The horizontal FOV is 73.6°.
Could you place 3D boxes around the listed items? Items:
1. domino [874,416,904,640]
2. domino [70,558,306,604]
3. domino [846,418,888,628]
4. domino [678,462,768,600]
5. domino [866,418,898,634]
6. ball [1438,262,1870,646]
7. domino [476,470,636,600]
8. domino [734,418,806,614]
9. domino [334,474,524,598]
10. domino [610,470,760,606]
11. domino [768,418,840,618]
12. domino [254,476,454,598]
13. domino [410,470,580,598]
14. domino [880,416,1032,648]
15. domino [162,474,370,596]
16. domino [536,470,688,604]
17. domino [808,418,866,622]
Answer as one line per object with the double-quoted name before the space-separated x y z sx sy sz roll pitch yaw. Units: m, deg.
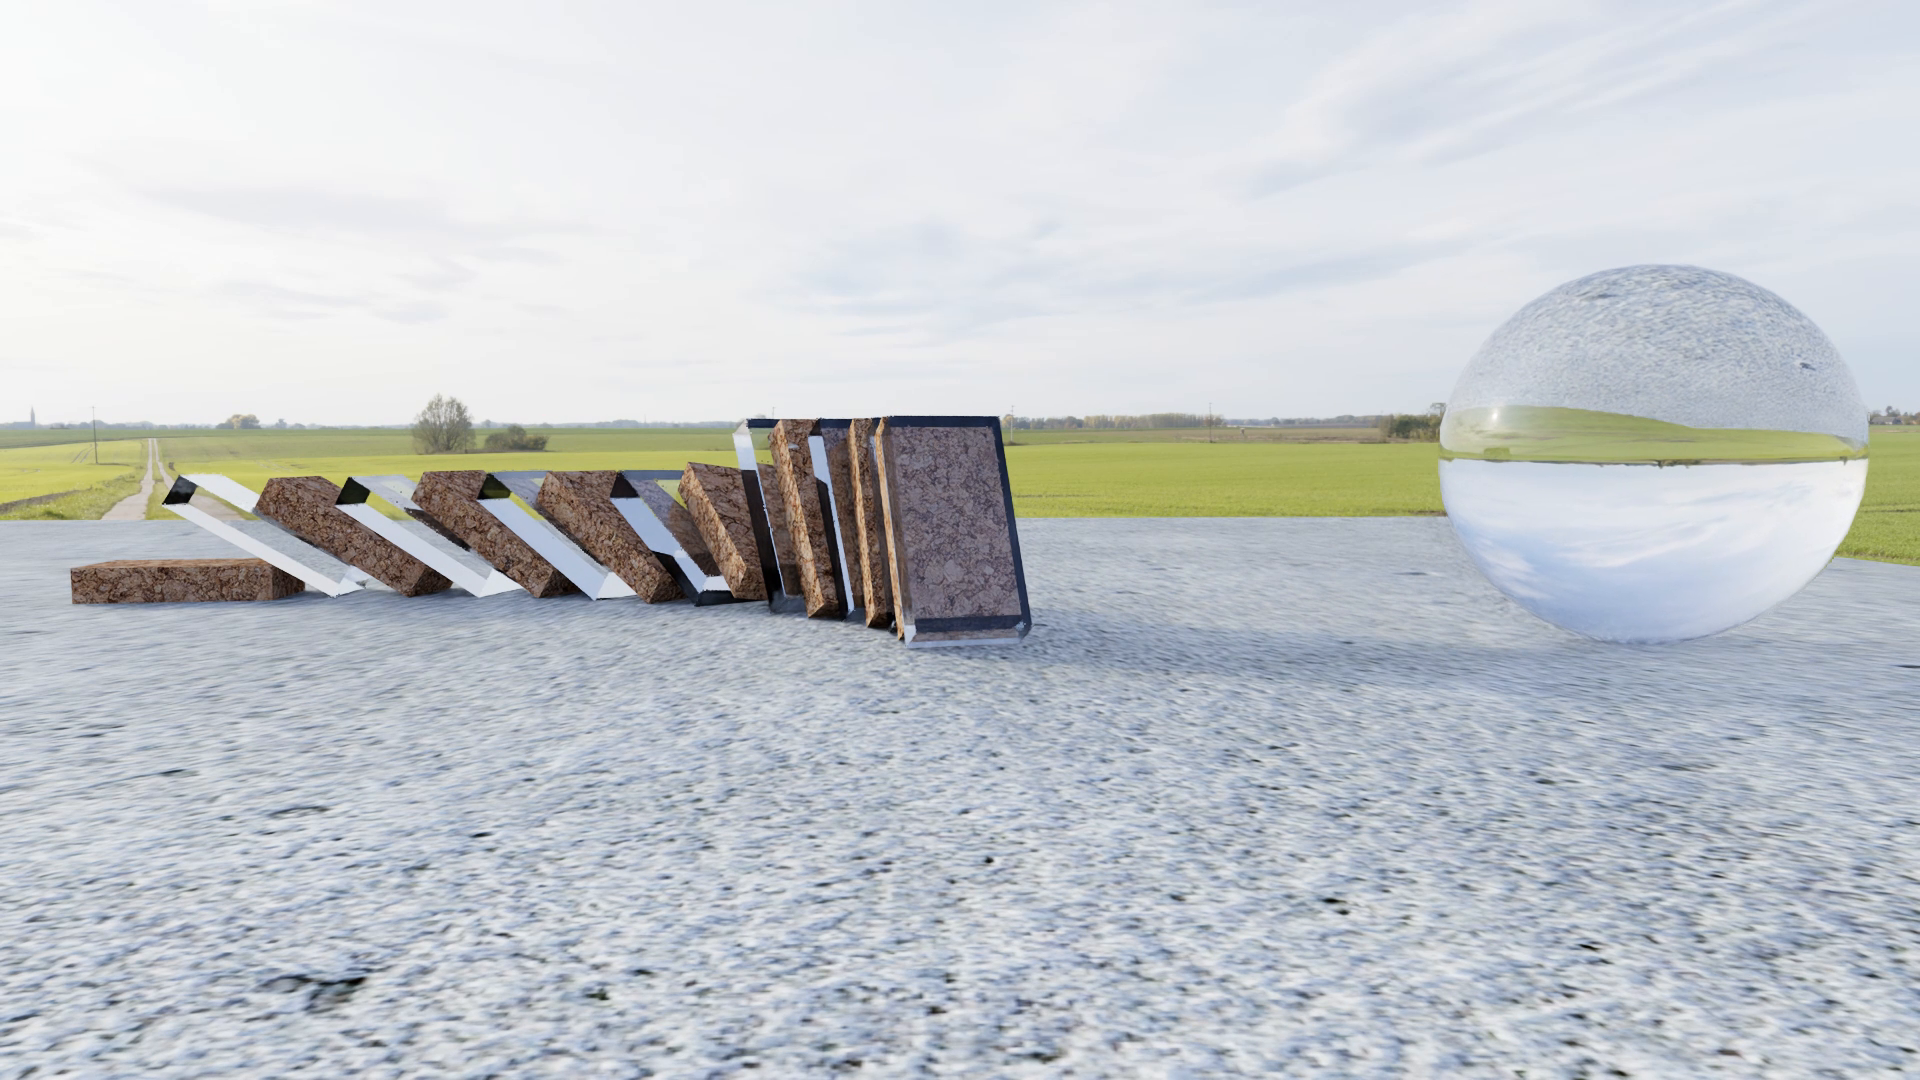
"domino" -0.003 -0.003 0.287 0.025 0.050 0.010 -1 -23 -16
"domino" -0.214 0.011 0.357 0.050 0.010 0.025 -1 4 -9
"domino" -0.012 -0.005 0.307 0.025 0.050 0.009 -1 -23 -16
"domino" -0.056 -0.002 0.348 0.025 0.009 0.050 6 32 -36
"domino" -0.006 -0.004 0.297 0.025 0.050 0.010 -1 -23 -16
"ball" 0.144 -0.018 0.272 0.080 0.080 0.080 0 4 0
"domino" -0.111 -0.002 0.366 0.050 0.009 0.025 36 18 19
"domino" -0.041 -0.007 0.331 0.025 0.050 0.009 -2 -23 -34
"domino" -0.150 -0.002 0.370 0.050 0.009 0.025 31 9 6
"domino" -0.073 -0.002 0.353 0.025 0.009 0.050 -3 38 -46
"domino" -0.030 -0.006 0.325 0.025 0.050 0.010 -3 -22 -33
"domino" -0.171 -0.002 0.367 0.050 0.009 0.025 30 6 1
"domino" -0.130 -0.002 0.369 0.050 0.009 0.025 35 14 13
"domino" -0.001 -0.003 0.276 0.025 0.050 0.009 -1 -23 -16
"domino" -0.193 -0.002 0.361 0.050 0.009 0.025 30 -1 -8
"domino" -0.092 -0.002 0.360 0.050 0.009 0.025 38 21 23
"domino" -0.020 -0.006 0.317 0.025 0.050 0.009 -2 -23 -26
